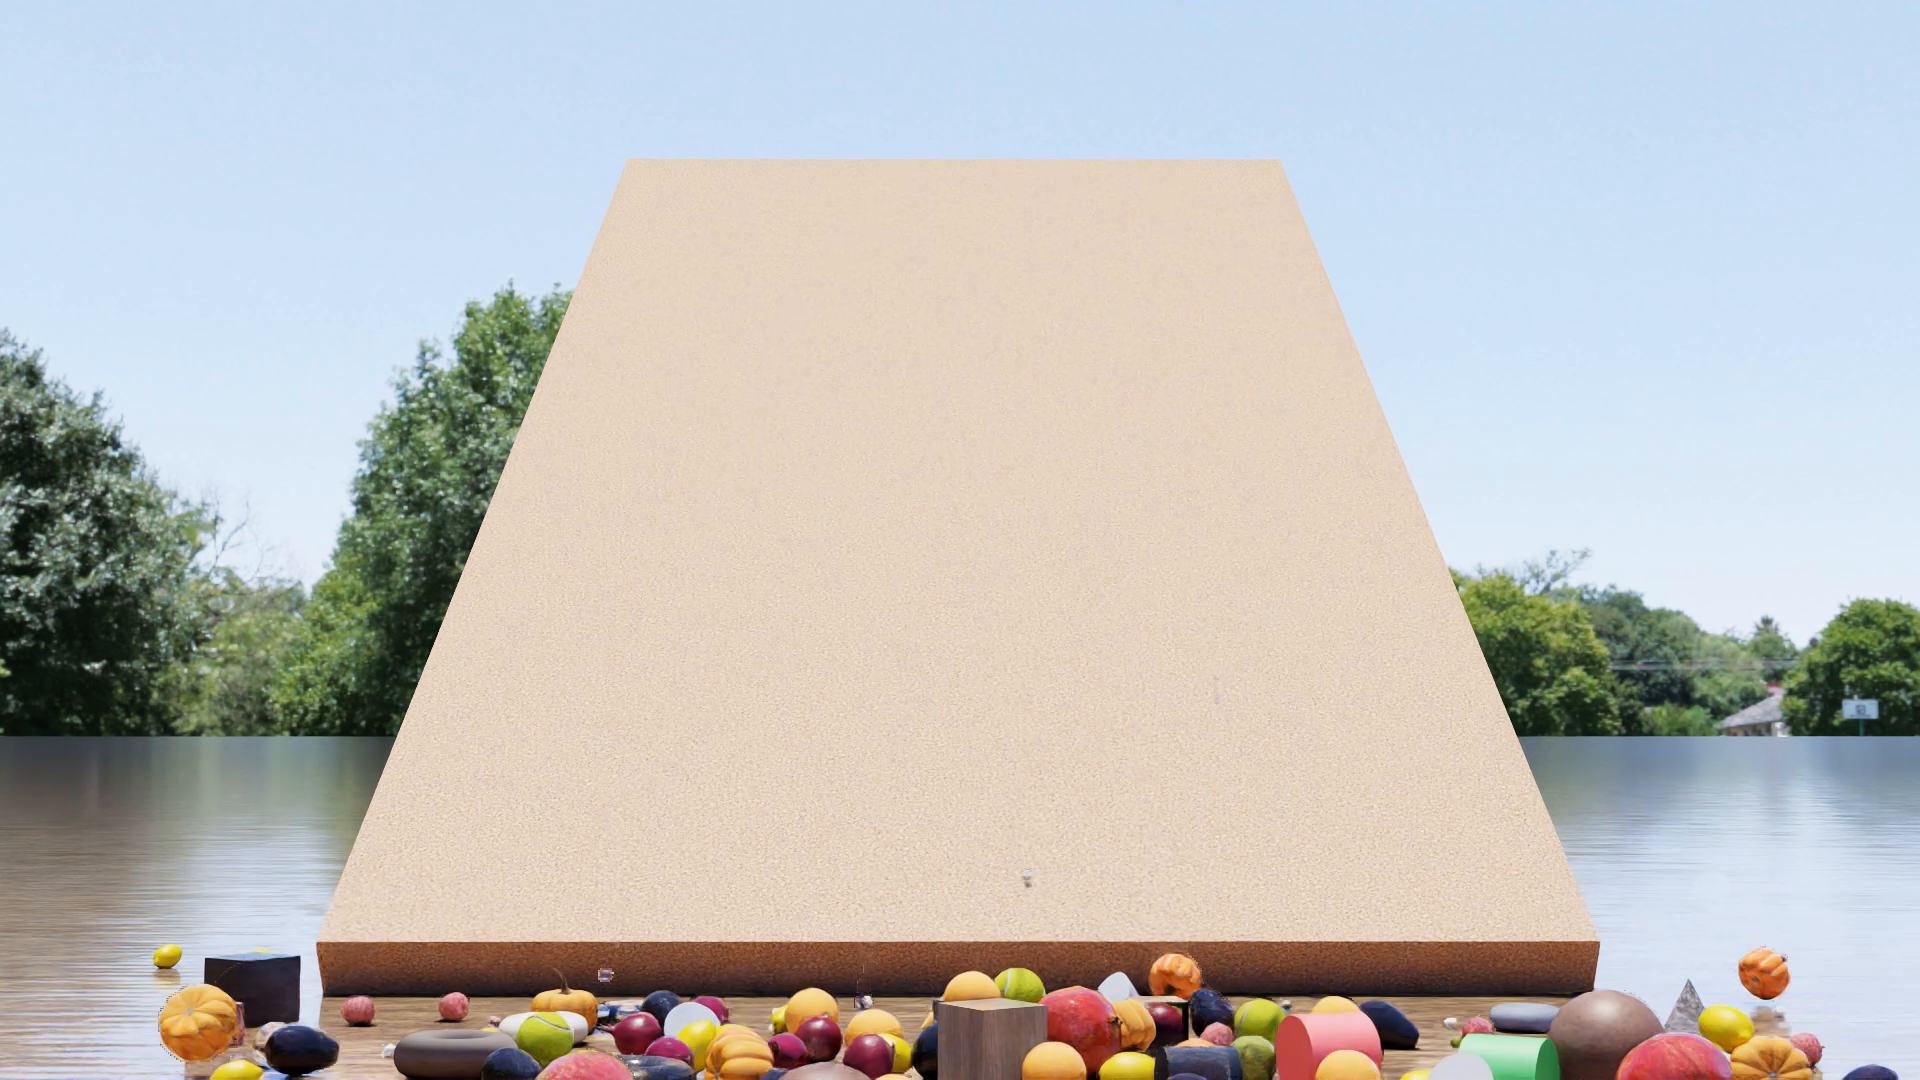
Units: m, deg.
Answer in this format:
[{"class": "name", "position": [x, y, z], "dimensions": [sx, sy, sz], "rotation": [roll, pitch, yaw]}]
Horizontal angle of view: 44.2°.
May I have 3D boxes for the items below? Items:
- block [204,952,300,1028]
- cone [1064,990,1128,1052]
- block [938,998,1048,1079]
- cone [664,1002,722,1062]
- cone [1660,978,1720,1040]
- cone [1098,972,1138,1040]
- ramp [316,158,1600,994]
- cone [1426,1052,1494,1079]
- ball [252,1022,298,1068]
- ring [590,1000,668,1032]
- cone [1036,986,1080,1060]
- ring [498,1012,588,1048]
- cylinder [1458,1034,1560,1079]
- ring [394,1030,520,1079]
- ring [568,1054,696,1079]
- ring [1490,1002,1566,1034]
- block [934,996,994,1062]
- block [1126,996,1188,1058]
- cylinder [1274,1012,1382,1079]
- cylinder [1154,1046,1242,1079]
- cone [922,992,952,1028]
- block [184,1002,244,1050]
[{"class": "block", "position": [-1.003, 0.637, 3.352], "dimensions": [0.093, 0.093, 0.093], "rotation": [-3, -6, 33]}, {"class": "cone", "position": [0.188, 0.642, 3.066], "dimensions": [0.083, 0.083, 0.083], "rotation": [31, 17, 39]}, {"class": "block", "position": [0.038, 0.591, 2.775], "dimensions": [0.092, 0.092, 0.092], "rotation": [3, -6, -34]}, {"class": "cone", "position": [-0.351, 0.639, 3.006], "dimensions": [0.078, 0.078, 0.078], "rotation": [2, -32, -27]}, {"class": "cone", "position": [0.988, 0.632, 3.204], "dimensions": [0.079, 0.079, 0.079], "rotation": [0, -5, 0]}, {"class": "cone", "position": [0.237, 0.647, 3.175], "dimensions": [0.100, 0.100, 0.100], "rotation": [30, -15, -19]}, {"class": "ramp", "position": [-0.010, -0.227, 5.490], "dimensions": [2.000, 0.100, 4.000], "rotation": [0, 27, 0]}, {"class": "cone", "position": [0.545, 0.595, 2.485], "dimensions": [0.085, 0.085, 0.085], "rotation": [-5, -33, 46]}, {"class": "ball", "position": [-0.840, 0.619, 2.901], "dimensions": [0.056, 0.056, 0.056], "rotation": [0, -5, 0]}, {"class": "ring", "position": [-0.460, 0.661, 3.286], "dimensions": [0.108, 0.036, 0.108], "rotation": [-1, -5, 0]}, {"class": "cone", "position": [0.109, 0.611, 3.012], "dimensions": [0.090, 0.090, 0.090], "rotation": [0, -5, 0]}, {"class": "ring", "position": [-0.549, 0.646, 3.117], "dimensions": [0.118, 0.039, 0.118], "rotation": [-1, -5, 0]}, {"class": "cylinder", "position": [0.586, 0.574, 2.531], "dimensions": [0.086, 0.086, 0.086], "rotation": [-3, -5, 31]}, {"class": "ring", "position": [-0.604, 0.618, 2.840], "dimensions": [0.149, 0.050, 0.149], "rotation": [1, -5, 0]}, {"class": "ring", "position": [-0.363, 0.602, 2.624], "dimensions": [0.143, 0.048, 0.143], "rotation": [1, -5, 0]}, {"class": "ring", "position": [0.784, 0.660, 3.270], "dimensions": [0.103, 0.034, 0.103], "rotation": [1, -6, 0]}, {"class": "block", "position": [0.019, 0.614, 2.963], "dimensions": [0.076, 0.076, 0.076], "rotation": [3, -6, -35]}, {"class": "block", "position": [0.253, 0.624, 3.036], "dimensions": [0.068, 0.068, 0.068], "rotation": [1, -5, -6]}, {"class": "cylinder", "position": [0.422, 0.588, 2.714], "dimensions": [0.089, 0.089, 0.089], "rotation": [2, -5, -21]}, {"class": "cylinder", "position": [0.253, 0.578, 2.516], "dimensions": [0.077, 0.077, 0.077], "rotation": [1, -5, -9]}, {"class": "cone", "position": [-0.031, 0.666, 3.288], "dimensions": [0.056, 0.056, 0.056], "rotation": [-26, 2, -14]}, {"class": "block", "position": [-0.977, 0.637, 3.104], "dimensions": [0.054, 0.054, 0.054], "rotation": [-1, -5, 12]}]
